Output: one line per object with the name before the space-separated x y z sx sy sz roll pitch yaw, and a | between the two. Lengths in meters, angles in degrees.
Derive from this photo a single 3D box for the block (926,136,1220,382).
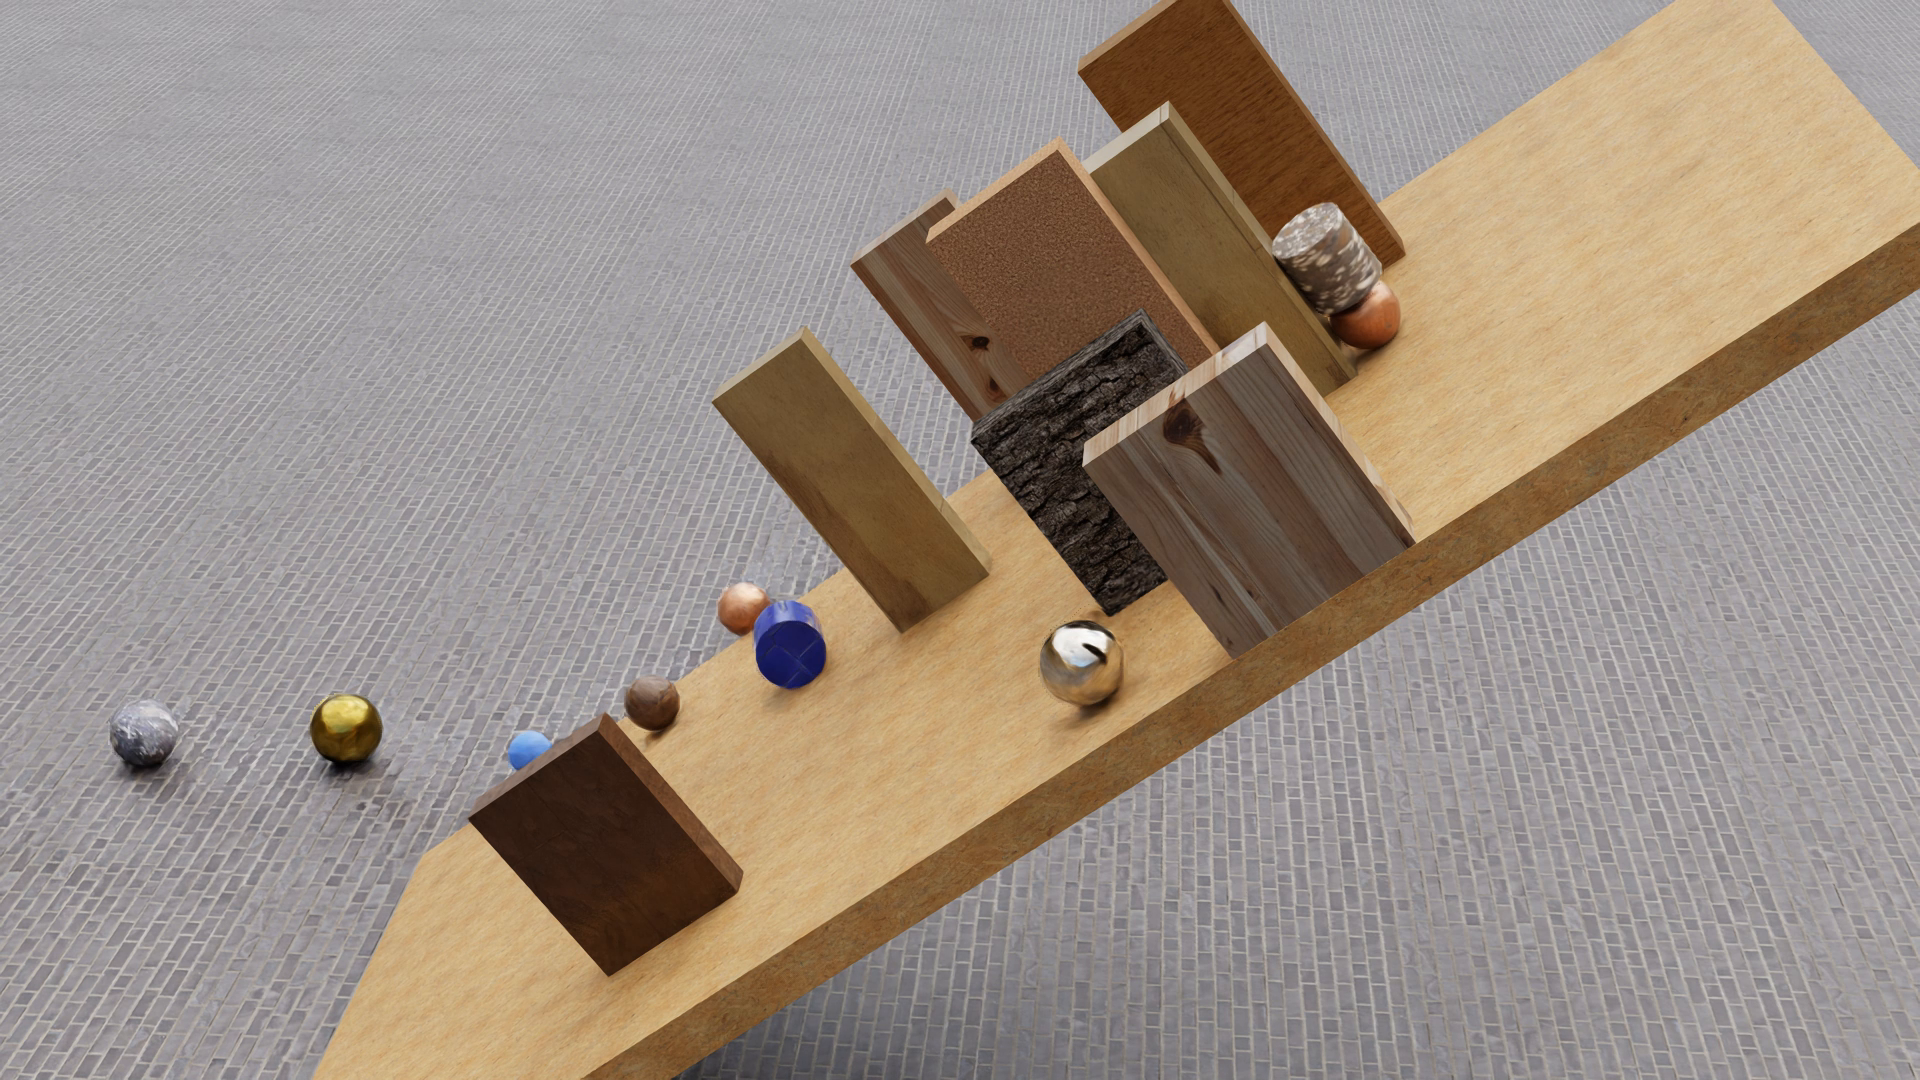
block | 0.297 -0.411 5.978 0.328 0.768 0.109 -34 16 16

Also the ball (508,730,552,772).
ball | -1.124 0.559 7.703 0.117 0.117 0.117 0 22 0

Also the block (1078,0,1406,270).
block | 0.622 -0.843 6.482 0.343 0.756 0.119 -34 16 16

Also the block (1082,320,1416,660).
block | 0.508 -0.083 5.166 0.388 0.453 0.119 -34 16 16

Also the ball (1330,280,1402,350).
ball | 0.838 -0.469 6.081 0.148 0.148 0.148 0 22 0

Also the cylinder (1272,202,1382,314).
cylinder | 0.750 -0.576 6.012 0.162 0.162 0.162 -32 27 19

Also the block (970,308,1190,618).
block | 0.324 -0.148 5.754 0.409 0.459 0.104 -34 16 16

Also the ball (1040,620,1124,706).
ball | 0.227 0.229 5.472 0.159 0.159 0.159 0 22 0

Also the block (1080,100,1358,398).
block | 0.484 -0.524 6.062 0.346 0.667 0.143 -34 16 16

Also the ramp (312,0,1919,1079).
ramp | 0.129 0.179 6.321 4.000 0.100 2.000 -34 16 16

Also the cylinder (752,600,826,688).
cylinder | -0.397 0.242 6.837 0.163 0.163 0.163 -2 15 -6

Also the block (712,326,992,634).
block | -0.236 -0.130 6.546 0.252 0.685 0.093 -34 16 16

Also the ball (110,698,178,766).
ball | -2.341 0.551 8.434 0.191 0.191 0.191 0 22 0

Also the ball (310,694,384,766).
ball | -1.759 0.543 8.436 0.205 0.205 0.205 0 22 0

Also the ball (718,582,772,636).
ball | -0.551 0.178 7.544 0.138 0.138 0.138 0 22 0

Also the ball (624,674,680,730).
ball | -0.759 0.401 7.256 0.137 0.137 0.137 0 22 0

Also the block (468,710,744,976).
block | -0.716 0.619 5.962 0.344 0.447 0.088 -34 16 16

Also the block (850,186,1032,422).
block | 0.059 -0.477 6.897 0.280 0.664 0.091 -34 16 16
